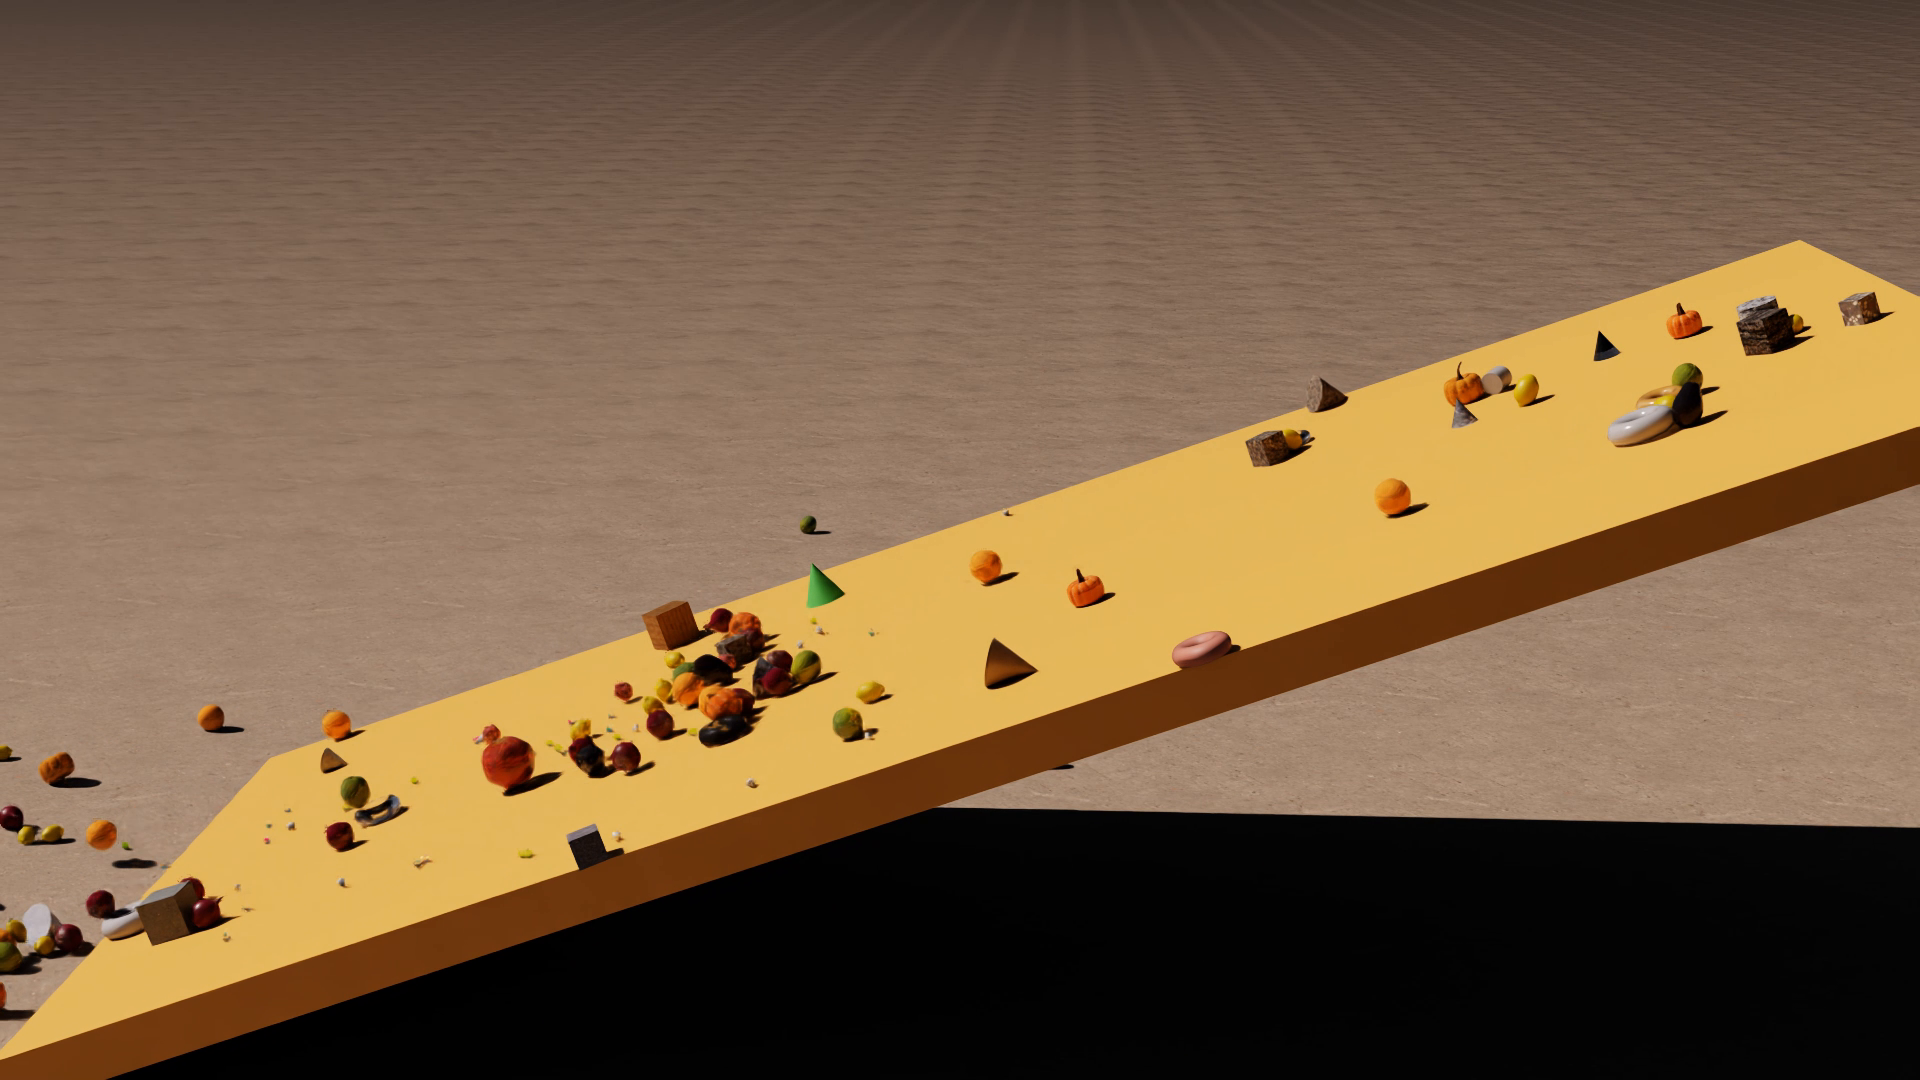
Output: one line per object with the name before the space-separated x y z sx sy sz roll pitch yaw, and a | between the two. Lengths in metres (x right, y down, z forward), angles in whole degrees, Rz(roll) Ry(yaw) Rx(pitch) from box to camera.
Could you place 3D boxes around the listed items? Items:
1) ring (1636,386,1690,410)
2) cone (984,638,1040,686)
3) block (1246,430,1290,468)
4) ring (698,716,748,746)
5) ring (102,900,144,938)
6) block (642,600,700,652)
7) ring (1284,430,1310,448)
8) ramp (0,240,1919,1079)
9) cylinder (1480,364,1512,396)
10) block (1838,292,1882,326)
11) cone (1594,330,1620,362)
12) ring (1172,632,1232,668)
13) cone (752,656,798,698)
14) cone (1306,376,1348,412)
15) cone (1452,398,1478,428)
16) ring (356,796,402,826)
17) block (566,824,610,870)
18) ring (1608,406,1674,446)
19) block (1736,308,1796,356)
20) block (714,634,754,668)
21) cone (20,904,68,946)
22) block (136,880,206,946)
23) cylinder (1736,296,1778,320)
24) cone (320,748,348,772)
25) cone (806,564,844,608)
ring | 1.408 -0.279 5.894 0.108 0.036 0.108 -19 12 4
cone | 0.104 0.242 5.630 0.096 0.096 0.096 10 14 9
block | 0.702 -0.208 6.709 0.064 0.064 0.064 -26 12 -28
ring | -0.482 0.387 5.979 0.105 0.035 0.105 -18 12 4
ring | -1.739 0.796 6.174 0.130 0.043 0.130 -19 12 4
block | -0.695 0.206 7.077 0.090 0.090 0.090 -25 12 -26
ring | 0.775 -0.233 6.804 0.076 0.025 0.076 -18 12 4
ramp | 0.111 0.179 6.301 4.000 0.100 2.000 -19 11 6
cylinder | 1.203 -0.358 6.591 0.052 0.052 0.052 9 31 36
block | 1.844 -0.473 6.026 0.053 0.053 0.053 -26 13 -28
cone | 1.432 -0.438 6.551 0.063 0.063 0.063 -19 11 4
ring | 0.435 0.197 5.292 0.112 0.037 0.112 -20 10 3
cone | -0.386 0.297 6.225 0.091 0.091 0.091 9 13 6
cone | 0.897 -0.348 7.106 0.092 0.092 0.092 5 10 -18
cone | 1.089 -0.281 6.397 0.059 0.059 0.059 -19 11 4
ring | -1.260 0.586 6.372 0.106 0.035 0.106 -21 11 4
block | -0.685 0.565 5.412 0.059 0.059 0.059 -22 11 -9
ring | 1.329 -0.224 5.739 0.136 0.045 0.136 -22 9 4
block | 1.664 -0.430 6.073 0.074 0.074 0.074 -26 12 -27
block | -0.508 0.251 6.625 0.056 0.056 0.056 -25 12 -26
cone | -1.995 0.853 6.463 0.094 0.094 0.094 9 -12 34
block | -1.608 0.761 5.998 0.088 0.088 0.088 -17 11 12
cylinder | 1.679 -0.458 6.162 0.083 0.083 0.083 -19 11 4
cone | -1.494 0.533 7.057 0.061 0.061 0.061 10 14 10
cone | -0.334 0.097 6.954 0.097 0.097 0.097 -19 11 4
